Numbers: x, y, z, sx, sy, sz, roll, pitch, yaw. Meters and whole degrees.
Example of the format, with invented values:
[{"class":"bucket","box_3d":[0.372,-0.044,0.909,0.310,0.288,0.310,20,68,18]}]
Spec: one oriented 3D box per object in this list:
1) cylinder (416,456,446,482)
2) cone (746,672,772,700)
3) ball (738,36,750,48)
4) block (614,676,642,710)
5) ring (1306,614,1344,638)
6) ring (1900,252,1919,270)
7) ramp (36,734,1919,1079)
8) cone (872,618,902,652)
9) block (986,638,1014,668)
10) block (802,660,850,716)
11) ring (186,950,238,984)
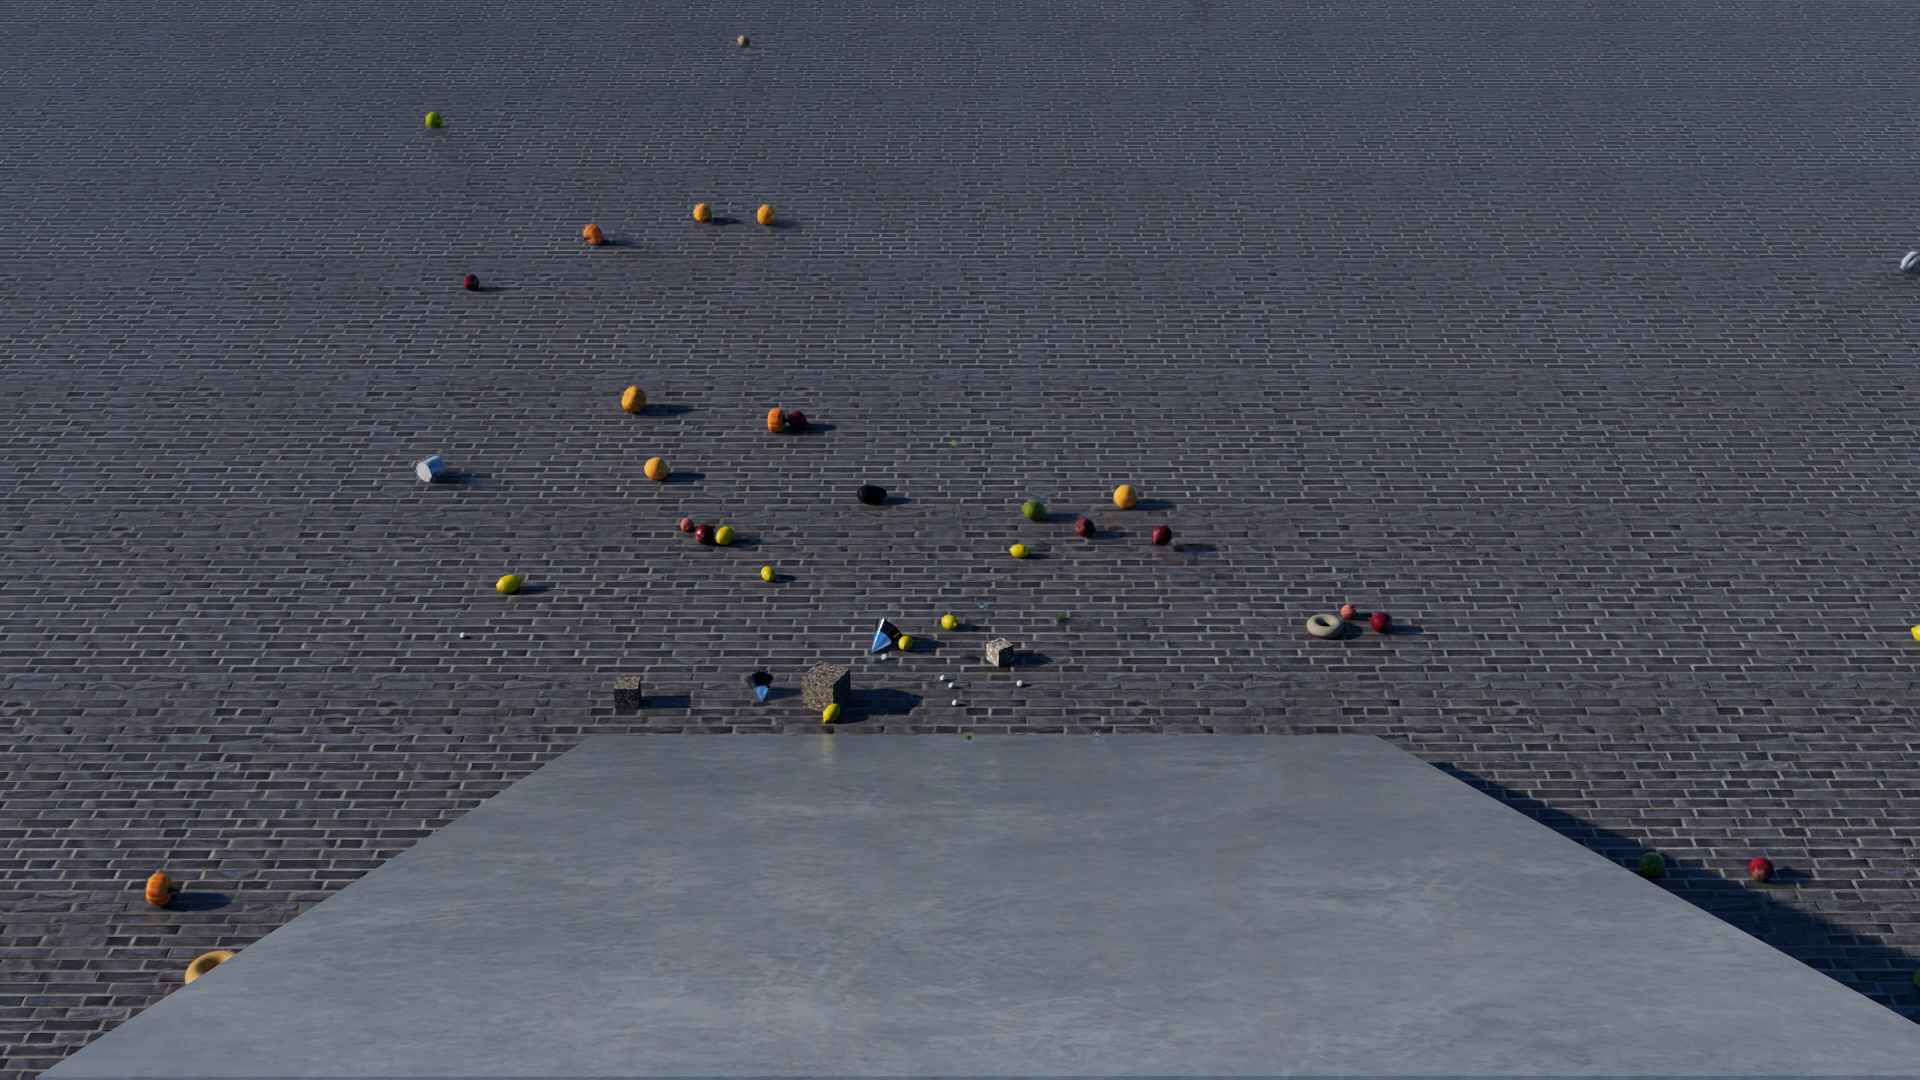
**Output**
[{"class":"cylinder","box_3d":[-1.653,-0.223,8.077,0.063,0.063,0.063,18,33,31]},{"class":"cone","box_3d":[-0.535,0.405,6.940,0.072,0.072,0.072,-4,55,-8]},{"class":"ball","box_3d":[-1.002,-2.313,11.981,0.056,0.056,0.056,0,28,0]},{"class":"block","box_3d":[-0.888,0.408,6.901,0.064,0.064,0.064,0,28,0]},{"class":"ring","box_3d":[1.023,0.242,7.244,0.104,0.035,0.104,0,29,0]},{"class":"ring","box_3d":[3.517,-1.031,9.569,0.081,0.081,0.027,-15,55,-25]},{"class":"ramp","box_3d":[0.064,0.571,4.612,2.000,0.100,4.000,0,1,0]},{"class":"cone","box_3d":[-0.221,0.280,7.165,0.090,0.090,0.090,20,61,33]},{"class":"block","box_3d":[0.110,0.308,7.099,0.053,0.053,0.053,-20,34,-33]},{"class":"block","box_3d":[-0.356,0.394,6.896,0.094,0.094,0.094,13,31,23]},{"class":"ring","box_3d":[-1.682,0.982,5.851,0.142,0.047,0.142,-1,28,1]}]
